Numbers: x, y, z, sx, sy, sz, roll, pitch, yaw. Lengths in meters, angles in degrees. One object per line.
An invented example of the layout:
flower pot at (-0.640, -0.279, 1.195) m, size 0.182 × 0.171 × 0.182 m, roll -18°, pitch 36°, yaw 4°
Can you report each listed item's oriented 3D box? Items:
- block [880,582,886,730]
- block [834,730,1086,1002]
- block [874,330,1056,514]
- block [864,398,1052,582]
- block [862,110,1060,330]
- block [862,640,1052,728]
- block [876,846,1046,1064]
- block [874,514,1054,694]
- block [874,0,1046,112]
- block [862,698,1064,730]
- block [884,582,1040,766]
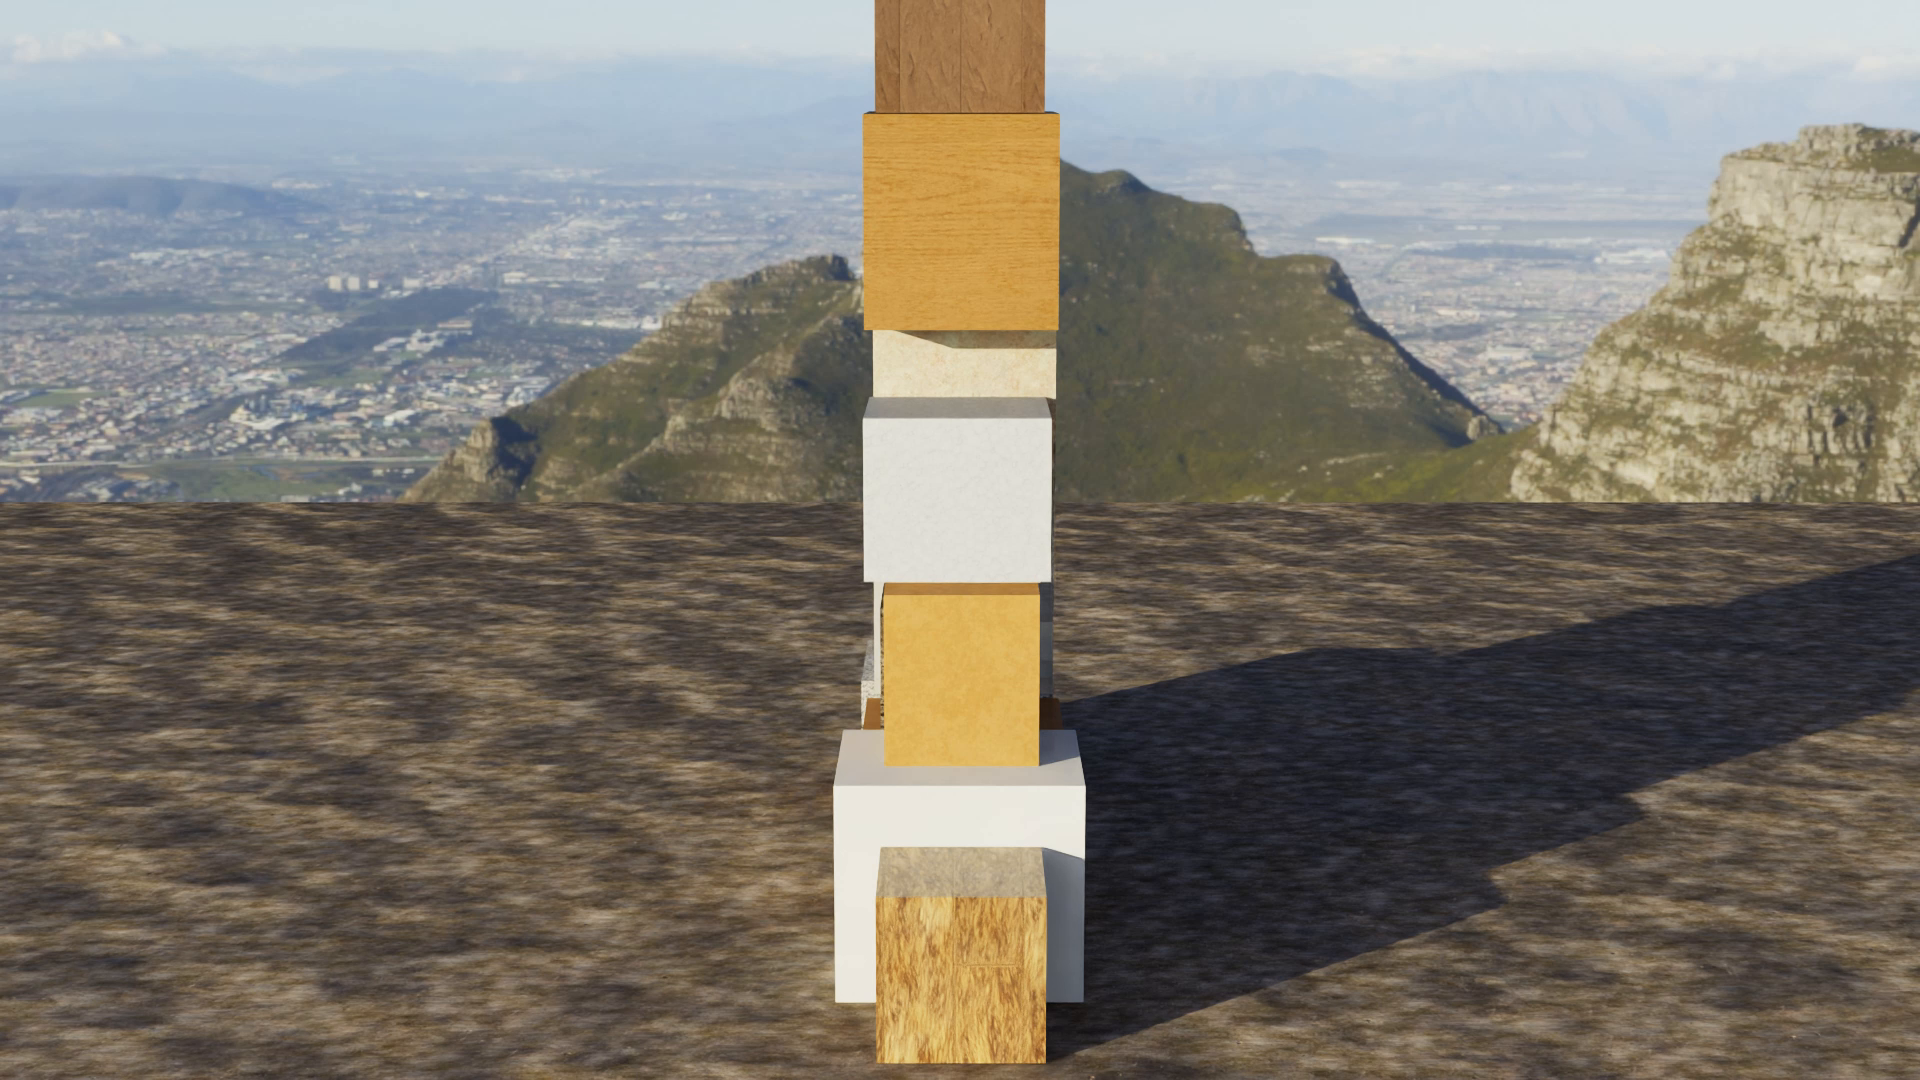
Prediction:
block at (-0.018, 0.510, 10.786) m, size 0.616 × 0.576 × 0.578 m, roll 0°, pitch 10°, yaw 0°
block at (-0.002, 1.274, 10.165) m, size 0.950 × 0.857 × 0.844 m, roll 0°, pitch 10°, yaw 0°
block at (0.020, -0.573, 11.079) m, size 0.760 × 0.809 × 0.775 m, roll 0°, pitch 10°, yaw 0°
block at (-0.010, -0.215, 10.374) m, size 0.733 × 0.645 × 0.730 m, roll 0°, pitch 10°, yaw 0°
block at (0.005, -1.337, 10.629) m, size 0.782 × 0.856 × 0.807 m, roll 0°, pitch 10°, yaw 0°
block at (-0.013, 0.970, 11.842) m, size 0.847 × 0.855 × 0.838 m, roll 0°, pitch 10°, yaw 0°
block at (0.004, 1.521, 9.464) m, size 0.608 × 0.622 × 0.604 m, roll 0°, pitch 10°, yaw 0°
block at (0.016, 0.197, 11.403) m, size 0.772 × 0.823 × 0.729 m, roll 0°, pitch 10°, yaw 0°
block at (0.000, -2.205, 10.777) m, size 0.697 × 0.797 × 0.665 m, roll 0°, pitch 10°, yaw 0°
block at (0.013, 1.159, 11.012) m, size 0.847 × 0.780 × 0.845 m, roll 0°, pitch 10°, yaw 0°
block at (0.007, 0.492, 10.178) m, size 0.598 × 0.677 × 0.592 m, roll 0°, pitch 10°, yaw 0°
